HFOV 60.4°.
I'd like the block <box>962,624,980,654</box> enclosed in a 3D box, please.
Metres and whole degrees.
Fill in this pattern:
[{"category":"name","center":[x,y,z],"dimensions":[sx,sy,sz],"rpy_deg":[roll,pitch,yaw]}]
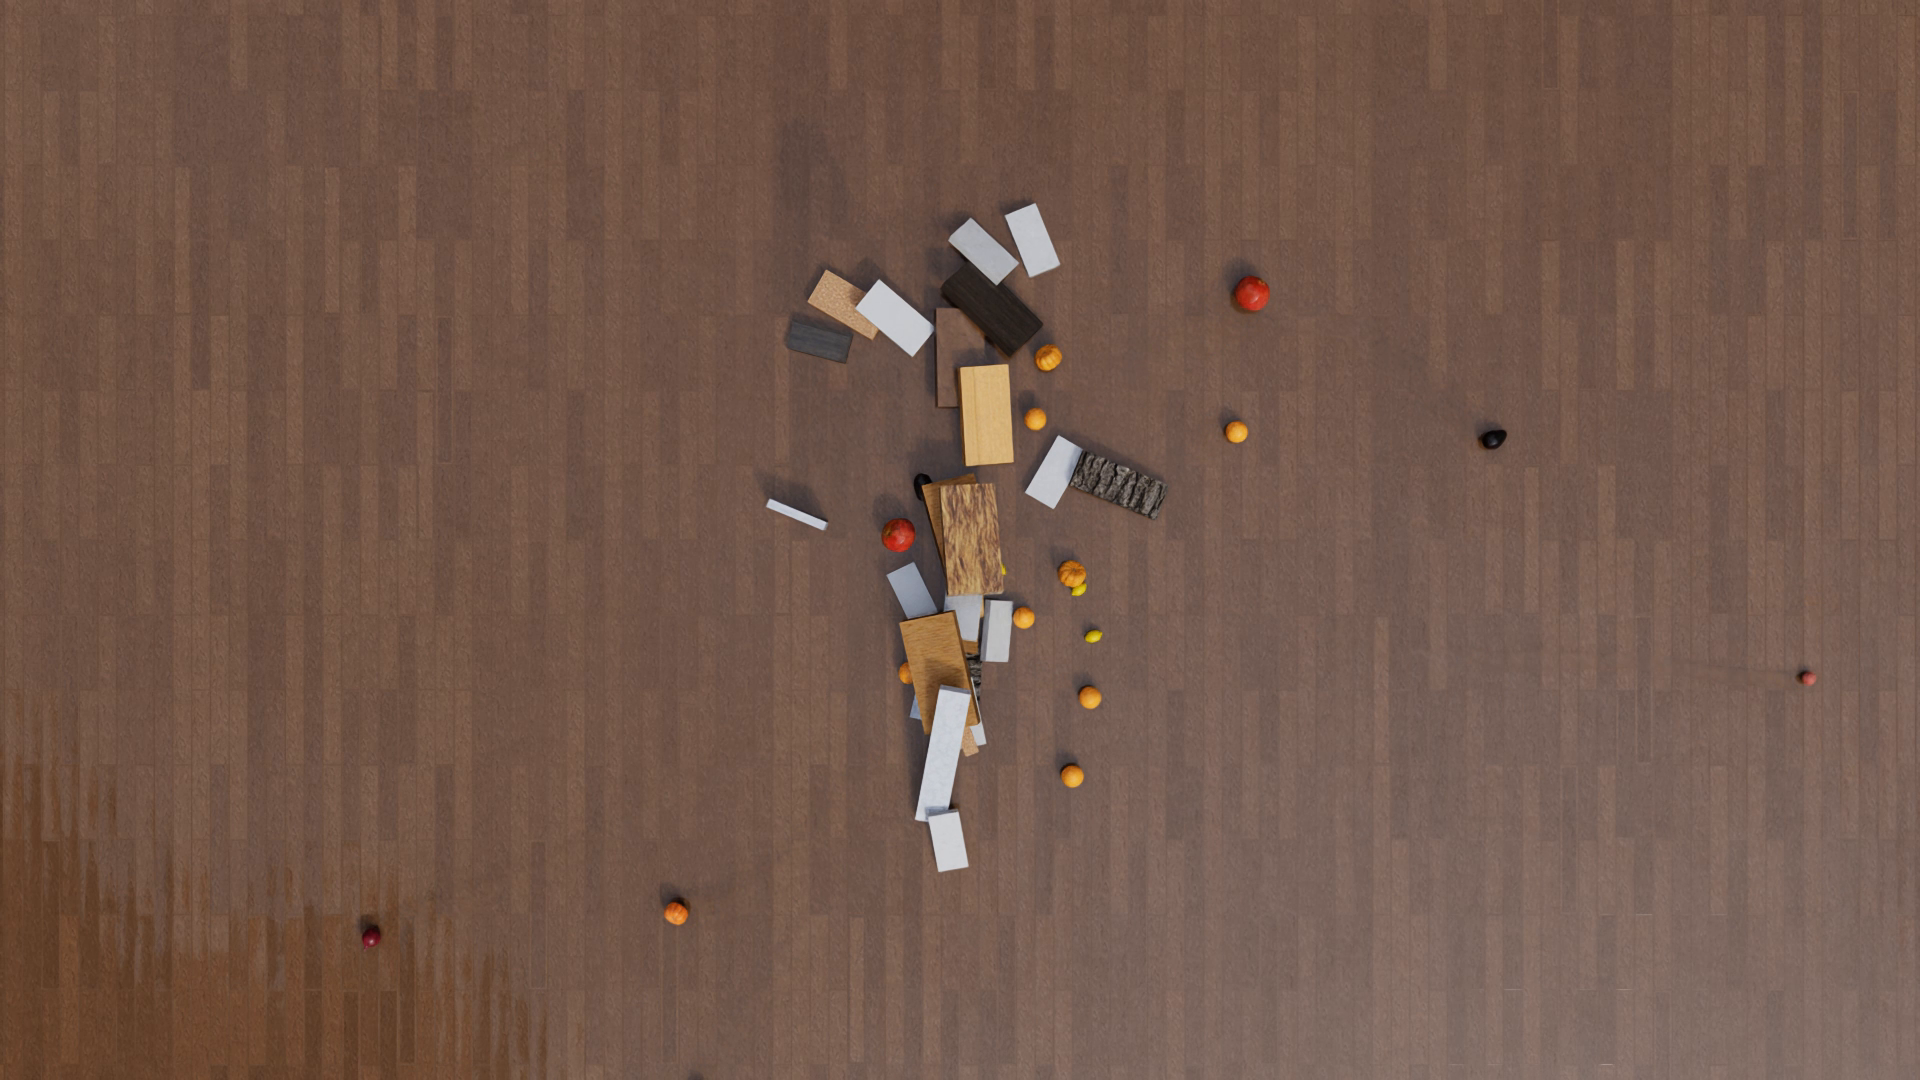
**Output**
[{"category":"block","center":[0.010,0.259,5.455],"dimensions":[0.112,0.032,0.224],"rpy_deg":[5,75,1]}]

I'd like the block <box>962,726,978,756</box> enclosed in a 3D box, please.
[{"category":"block","center":[0.024,0.656,5.382],"dimensions":[0.046,0.013,0.092],"rpy_deg":[-21,94,2]}]

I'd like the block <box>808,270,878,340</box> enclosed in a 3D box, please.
[{"category":"block","center":[-0.368,-0.781,5.482],"dimensions":[0.248,0.035,0.124],"rpy_deg":[30,90,0]}]

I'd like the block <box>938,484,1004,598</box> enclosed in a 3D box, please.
[{"category":"block","center":[0.035,-0.001,5.348],"dimensions":[0.179,0.051,0.358],"rpy_deg":[-3,78,-7]}]

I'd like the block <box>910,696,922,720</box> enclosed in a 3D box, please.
[{"category":"block","center":[-0.115,0.526,5.490],"dimensions":[0.072,0.021,0.145],"rpy_deg":[13,90,0]}]

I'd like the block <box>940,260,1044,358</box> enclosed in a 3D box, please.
[{"category":"block","center":[0.106,-0.771,5.442],"dimensions":[0.323,0.046,0.162],"rpy_deg":[45,62,0]}]

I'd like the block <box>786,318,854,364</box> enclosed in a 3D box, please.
[{"category":"block","center":[-0.465,-0.661,5.486],"dimensions":[0.201,0.028,0.100],"rpy_deg":[15,90,0]}]

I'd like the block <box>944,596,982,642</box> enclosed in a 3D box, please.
[{"category":"block","center":[0.010,0.206,5.400],"dimensions":[0.120,0.034,0.239],"rpy_deg":[7,76,1]}]

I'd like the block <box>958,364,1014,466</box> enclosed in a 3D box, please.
[{"category":"block","center":[0.084,-0.413,5.436],"dimensions":[0.162,0.046,0.323],"rpy_deg":[-5,99,-13]}]

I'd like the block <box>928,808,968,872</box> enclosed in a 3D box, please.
[{"category":"block","center":[-0.039,0.993,5.459],"dimensions":[0.101,0.029,0.202],"rpy_deg":[-10,106,0]}]

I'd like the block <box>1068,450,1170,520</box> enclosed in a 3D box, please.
[{"category":"block","center":[0.527,-0.182,5.466],"dimensions":[0.310,0.035,0.124],"rpy_deg":[22,91,-6]}]

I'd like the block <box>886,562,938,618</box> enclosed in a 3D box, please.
[{"category":"block","center":[-0.155,0.185,5.486],"dimensions":[0.100,0.028,0.201],"rpy_deg":[-26,90,0]}]

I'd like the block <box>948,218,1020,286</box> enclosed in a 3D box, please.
[{"category":"block","center":[0.079,-0.955,5.459],"dimensions":[0.220,0.031,0.110],"rpy_deg":[43,59,0]}]

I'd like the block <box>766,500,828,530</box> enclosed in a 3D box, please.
[{"category":"block","center":[-0.536,-0.084,5.450],"dimensions":[0.201,0.100,0.028],"rpy_deg":[22,90,0]}]

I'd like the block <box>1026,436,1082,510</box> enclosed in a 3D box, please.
[{"category":"block","center":[0.319,-0.225,5.484],"dimensions":[0.110,0.031,0.220],"rpy_deg":[30,90,0]}]

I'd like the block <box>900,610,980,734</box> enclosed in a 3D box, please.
[{"category":"block","center":[-0.064,0.428,5.343],"dimensions":[0.179,0.051,0.376],"rpy_deg":[-12,94,11]}]

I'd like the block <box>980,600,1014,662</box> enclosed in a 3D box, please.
[{"category":"block","center":[0.122,0.300,5.456],"dimensions":[0.101,0.029,0.202],"rpy_deg":[5,90,-41]}]

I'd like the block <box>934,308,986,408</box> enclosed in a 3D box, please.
[{"category":"block","center":[-0.001,-0.602,5.459],"dimensions":[0.162,0.046,0.323],"rpy_deg":[-1,90,-13]}]

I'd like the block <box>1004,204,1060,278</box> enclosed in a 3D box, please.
[{"category":"block","center":[0.241,-0.995,5.484],"dimensions":[0.110,0.031,0.220],"rpy_deg":[-22,90,0]}]

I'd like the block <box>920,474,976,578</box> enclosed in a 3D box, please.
[{"category":"block","center":[0.005,-0.024,5.402],"dimensions":[0.179,0.051,0.358],"rpy_deg":[-14,79,-9]}]

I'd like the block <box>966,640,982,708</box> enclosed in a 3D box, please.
[{"category":"block","center":[0.014,0.441,5.448],"dimensions":[0.112,0.032,0.224],"rpy_deg":[3,80,0]}]

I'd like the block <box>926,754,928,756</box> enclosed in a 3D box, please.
[{"category":"block","center":[-0.059,0.723,5.480],"dimensions":[0.092,0.013,0.046],"rpy_deg":[-17,90,0]}]

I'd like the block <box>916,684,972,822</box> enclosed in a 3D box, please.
[{"category":"block","center":[-0.056,0.703,5.365],"dimensions":[0.101,0.029,0.523],"rpy_deg":[10,118,0]}]

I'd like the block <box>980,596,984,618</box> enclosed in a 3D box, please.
[{"category":"block","center":[0.016,0.136,5.453],"dimensions":[0.120,0.034,0.239],"rpy_deg":[-1,75,-1]}]

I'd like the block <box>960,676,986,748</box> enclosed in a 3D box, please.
[{"category":"block","center":[0.008,0.566,5.398],"dimensions":[0.112,0.032,0.224],"rpy_deg":[-12,94,2]}]

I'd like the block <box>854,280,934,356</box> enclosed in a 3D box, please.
[{"category":"block","center":[-0.215,-0.733,5.454],"dimensions":[0.248,0.035,0.124],"rpy_deg":[39,88,-12]}]
